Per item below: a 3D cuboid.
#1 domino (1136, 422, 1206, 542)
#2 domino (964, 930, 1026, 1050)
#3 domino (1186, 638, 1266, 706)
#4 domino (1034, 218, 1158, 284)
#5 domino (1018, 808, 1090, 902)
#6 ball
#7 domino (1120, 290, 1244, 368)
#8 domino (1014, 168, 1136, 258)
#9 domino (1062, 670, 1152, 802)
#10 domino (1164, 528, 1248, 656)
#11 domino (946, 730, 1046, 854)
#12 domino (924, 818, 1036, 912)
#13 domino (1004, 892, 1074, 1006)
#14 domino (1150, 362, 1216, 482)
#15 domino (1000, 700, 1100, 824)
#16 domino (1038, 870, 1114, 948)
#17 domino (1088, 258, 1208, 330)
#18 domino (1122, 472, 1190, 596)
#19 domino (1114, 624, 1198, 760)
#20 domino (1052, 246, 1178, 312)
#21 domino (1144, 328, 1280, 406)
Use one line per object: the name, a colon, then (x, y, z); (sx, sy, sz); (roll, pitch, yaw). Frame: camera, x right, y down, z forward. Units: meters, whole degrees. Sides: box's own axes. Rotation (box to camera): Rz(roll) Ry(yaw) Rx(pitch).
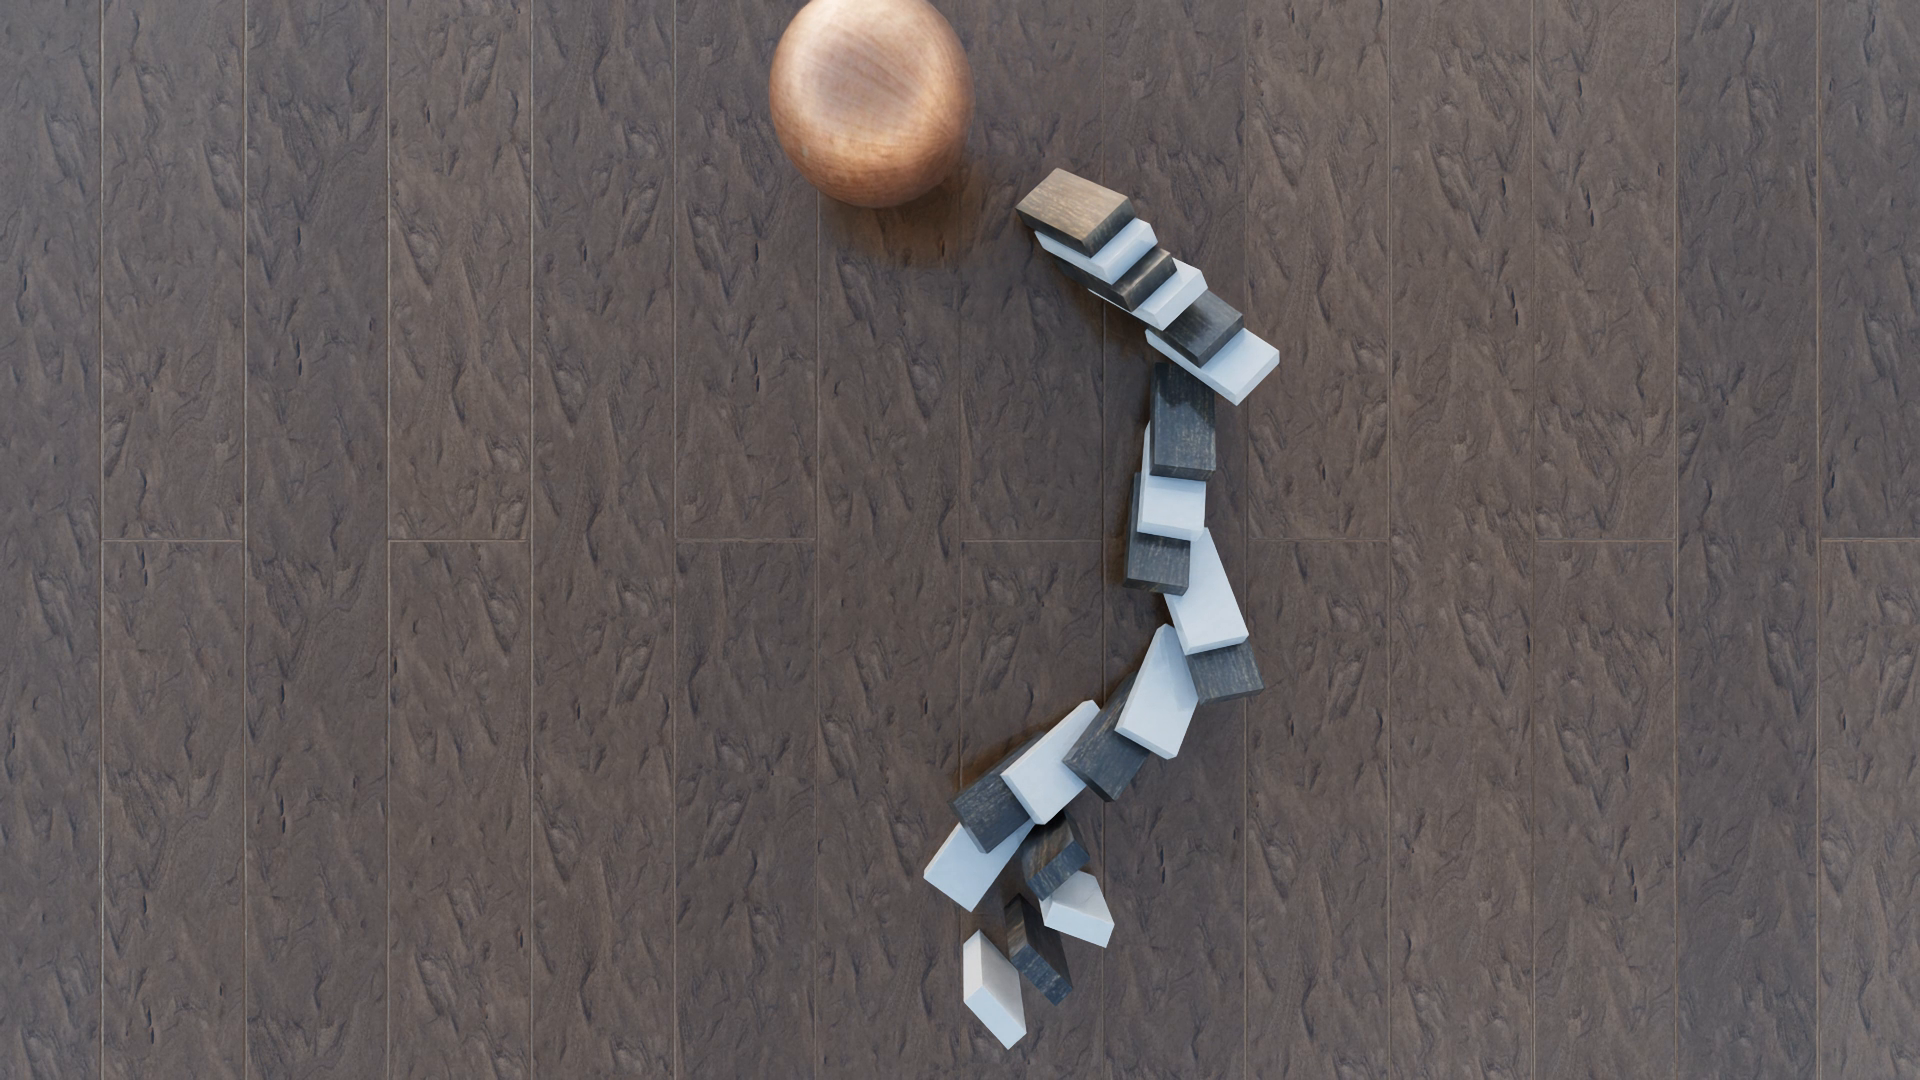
domino: (0.090, -0.026, 0.385); (0.025, 0.010, 0.050); (10, 64, 1)
domino: (0.013, 0.182, 0.375); (0.010, 0.050, 0.025); (-43, 90, 0)
domino: (0.106, 0.042, 0.384); (0.025, 0.010, 0.050); (-10, 64, -4)
domino: (0.055, -0.125, 0.379); (0.025, 0.009, 0.050); (-43, 45, 0)
domino: (0.038, 0.126, 0.375); (0.025, 0.050, 0.010); (-42, 90, 0)
ball: (-0.034, -0.173, 0.360); (0.080, 0.080, 0.080); (0, 90, 0)
domino: (0.091, -0.097, 0.384); (0.025, 0.010, 0.050); (-44, 63, 0)
domino: (0.047, -0.136, 0.379); (0.025, 0.009, 0.050); (-43, 45, 0)
domino: (0.068, 0.082, 0.385); (0.025, 0.009, 0.050); (43, 66, 0)
domino: (0.099, 0.021, 0.384); (0.025, 0.010, 0.050); (-12, 64, -5)
domino: (0.022, 0.105, 0.385); (0.050, 0.010, 0.025); (-33, 87, -23)
domino: (0.009, 0.131, 0.395); (0.025, 0.009, 0.050); (36, 90, 0)
domino: (0.031, 0.166, 0.375); (0.009, 0.050, 0.025); (-45, 90, 0)
domino: (0.093, -0.050, 0.385); (0.025, 0.010, 0.050); (6, 66, 0)
domino: (0.044, 0.093, 0.386); (0.050, 0.010, 0.025); (-36, 89, -23)
domino: (0.046, 0.147, 0.375); (0.025, 0.050, 0.010); (20, 90, 0)
domino: (0.075, -0.107, 0.379); (0.025, 0.050, 0.009); (-43, 135, 0)
domino: (0.083, -0.003, 0.385); (0.025, 0.009, 0.050); (9, 64, 1)
domino: (0.087, 0.063, 0.386); (0.025, 0.009, 0.050); (29, 66, 0)
domino: (0.063, -0.114, 0.379); (0.025, 0.009, 0.050); (-43, 45, 0)
domino: (0.105, -0.081, 0.384); (0.025, 0.009, 0.050); (-45, 63, -1)
